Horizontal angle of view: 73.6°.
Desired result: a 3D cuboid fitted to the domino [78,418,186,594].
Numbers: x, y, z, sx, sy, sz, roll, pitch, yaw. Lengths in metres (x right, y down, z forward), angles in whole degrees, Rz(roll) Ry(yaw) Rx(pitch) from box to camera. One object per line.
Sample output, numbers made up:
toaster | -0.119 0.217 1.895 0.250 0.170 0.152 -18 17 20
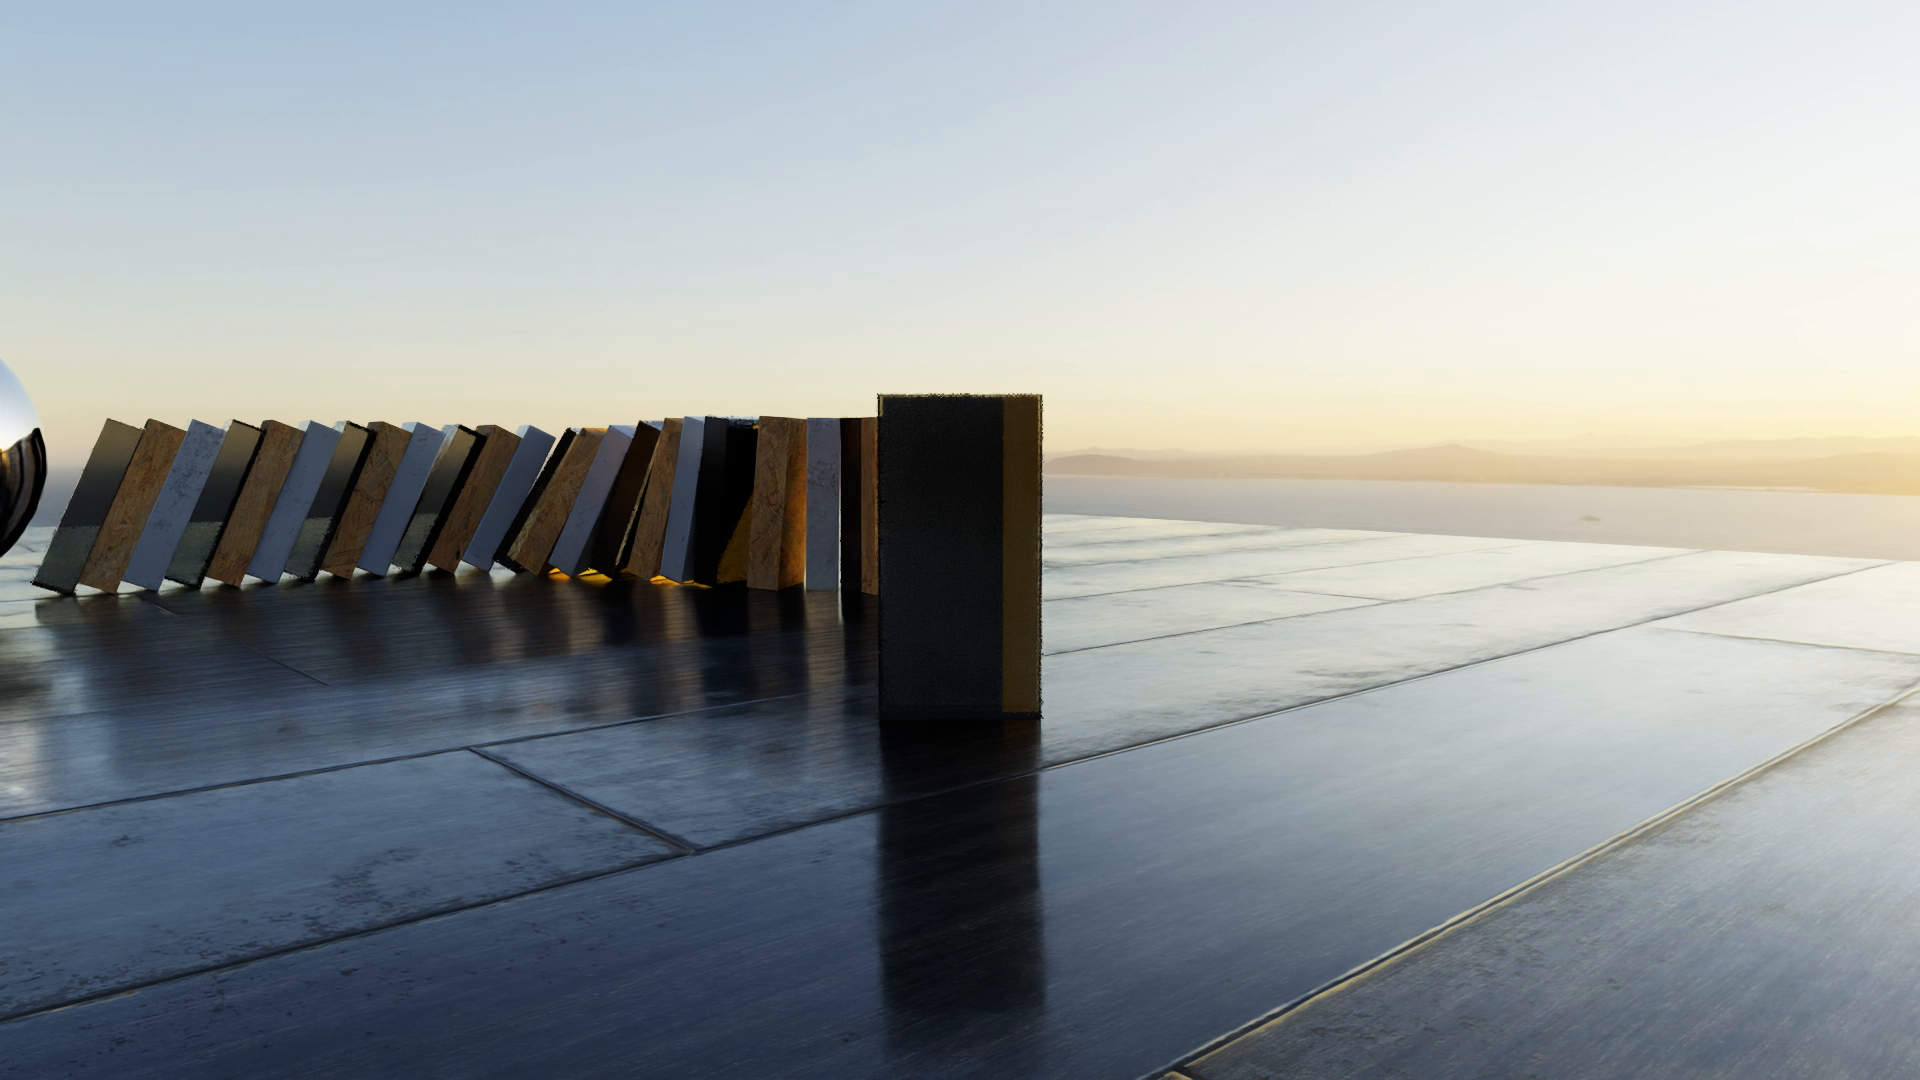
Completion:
domino | -0.242 -0.011 0.375 0.010 0.050 0.025 24 -10 -33

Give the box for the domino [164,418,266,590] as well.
domino | -0.225 -0.011 0.387 0.009 0.050 0.025 24 -10 -33

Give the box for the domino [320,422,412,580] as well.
domino | -0.194 -0.013 0.414 0.010 0.050 0.025 25 -10 -33

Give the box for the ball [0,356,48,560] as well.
ball | -0.279 -0.022 0.323 0.080 0.080 0.080 0 4 0

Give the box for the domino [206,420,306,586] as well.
domino | -0.217 -0.012 0.393 0.010 0.050 0.025 24 -10 -33

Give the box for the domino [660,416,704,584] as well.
domino | -0.077 -0.013 0.397 0.010 0.050 0.025 19 14 32

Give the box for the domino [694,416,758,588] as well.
domino | -0.067 -0.012 0.389 0.009 0.050 0.025 11 10 33

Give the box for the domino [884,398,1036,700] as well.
domino | 0.000 0.001 0.216 0.025 0.050 0.010 0 4 1

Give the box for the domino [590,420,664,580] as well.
domino | -0.100 -0.013 0.411 0.010 0.050 0.025 25 12 16

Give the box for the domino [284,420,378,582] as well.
domino | -0.202 -0.013 0.408 0.009 0.050 0.025 25 -10 -33

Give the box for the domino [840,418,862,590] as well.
domino | -0.024 -0.011 0.382 0.009 0.050 0.025 3 5 31

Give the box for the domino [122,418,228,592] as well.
domino | -0.234 -0.011 0.381 0.010 0.050 0.025 24 -10 -33

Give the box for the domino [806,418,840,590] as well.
domino | -0.040 -0.011 0.384 0.009 0.050 0.025 1 4 1

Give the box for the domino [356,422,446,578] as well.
domino | -0.186 -0.014 0.421 0.010 0.050 0.025 25 -10 -32

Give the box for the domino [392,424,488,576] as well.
domino | -0.176 -0.014 0.427 0.010 0.050 0.025 29 -12 -32

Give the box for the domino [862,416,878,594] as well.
domino | -0.015 -0.010 0.369 0.025 0.050 0.009 -2 5 -28

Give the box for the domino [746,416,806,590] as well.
domino | -0.053 -0.012 0.383 0.009 0.050 0.025 6 5 11

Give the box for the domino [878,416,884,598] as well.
domino | -0.009 -0.009 0.355 0.025 0.050 0.009 -1 5 -18

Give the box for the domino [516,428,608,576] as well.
domino | -0.124 -0.013 0.421 0.009 0.050 0.025 33 12 12

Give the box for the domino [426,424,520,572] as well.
domino | -0.167 -0.014 0.433 0.009 0.050 0.025 29 -13 -31

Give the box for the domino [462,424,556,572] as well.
domino | -0.155 -0.015 0.437 0.010 0.050 0.025 28 -9 -26

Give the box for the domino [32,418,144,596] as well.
domino | -0.251 -0.010 0.370 0.009 0.050 0.025 24 -10 -33

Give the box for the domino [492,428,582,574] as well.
domino | -0.137 -0.014 0.431 0.010 0.050 0.025 31 3 -3

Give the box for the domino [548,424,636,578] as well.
domino | -0.112 -0.013 0.415 0.009 0.050 0.025 31 14 15

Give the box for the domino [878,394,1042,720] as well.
domino | 0.000 0.002 0.201 0.025 0.050 0.009 0 4 0

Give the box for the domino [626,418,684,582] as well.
domino | -0.088 -0.013 0.405 0.009 0.050 0.025 21 12 21

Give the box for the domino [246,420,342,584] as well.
domino | -0.209 -0.012 0.400 0.010 0.050 0.025 25 -10 -33
